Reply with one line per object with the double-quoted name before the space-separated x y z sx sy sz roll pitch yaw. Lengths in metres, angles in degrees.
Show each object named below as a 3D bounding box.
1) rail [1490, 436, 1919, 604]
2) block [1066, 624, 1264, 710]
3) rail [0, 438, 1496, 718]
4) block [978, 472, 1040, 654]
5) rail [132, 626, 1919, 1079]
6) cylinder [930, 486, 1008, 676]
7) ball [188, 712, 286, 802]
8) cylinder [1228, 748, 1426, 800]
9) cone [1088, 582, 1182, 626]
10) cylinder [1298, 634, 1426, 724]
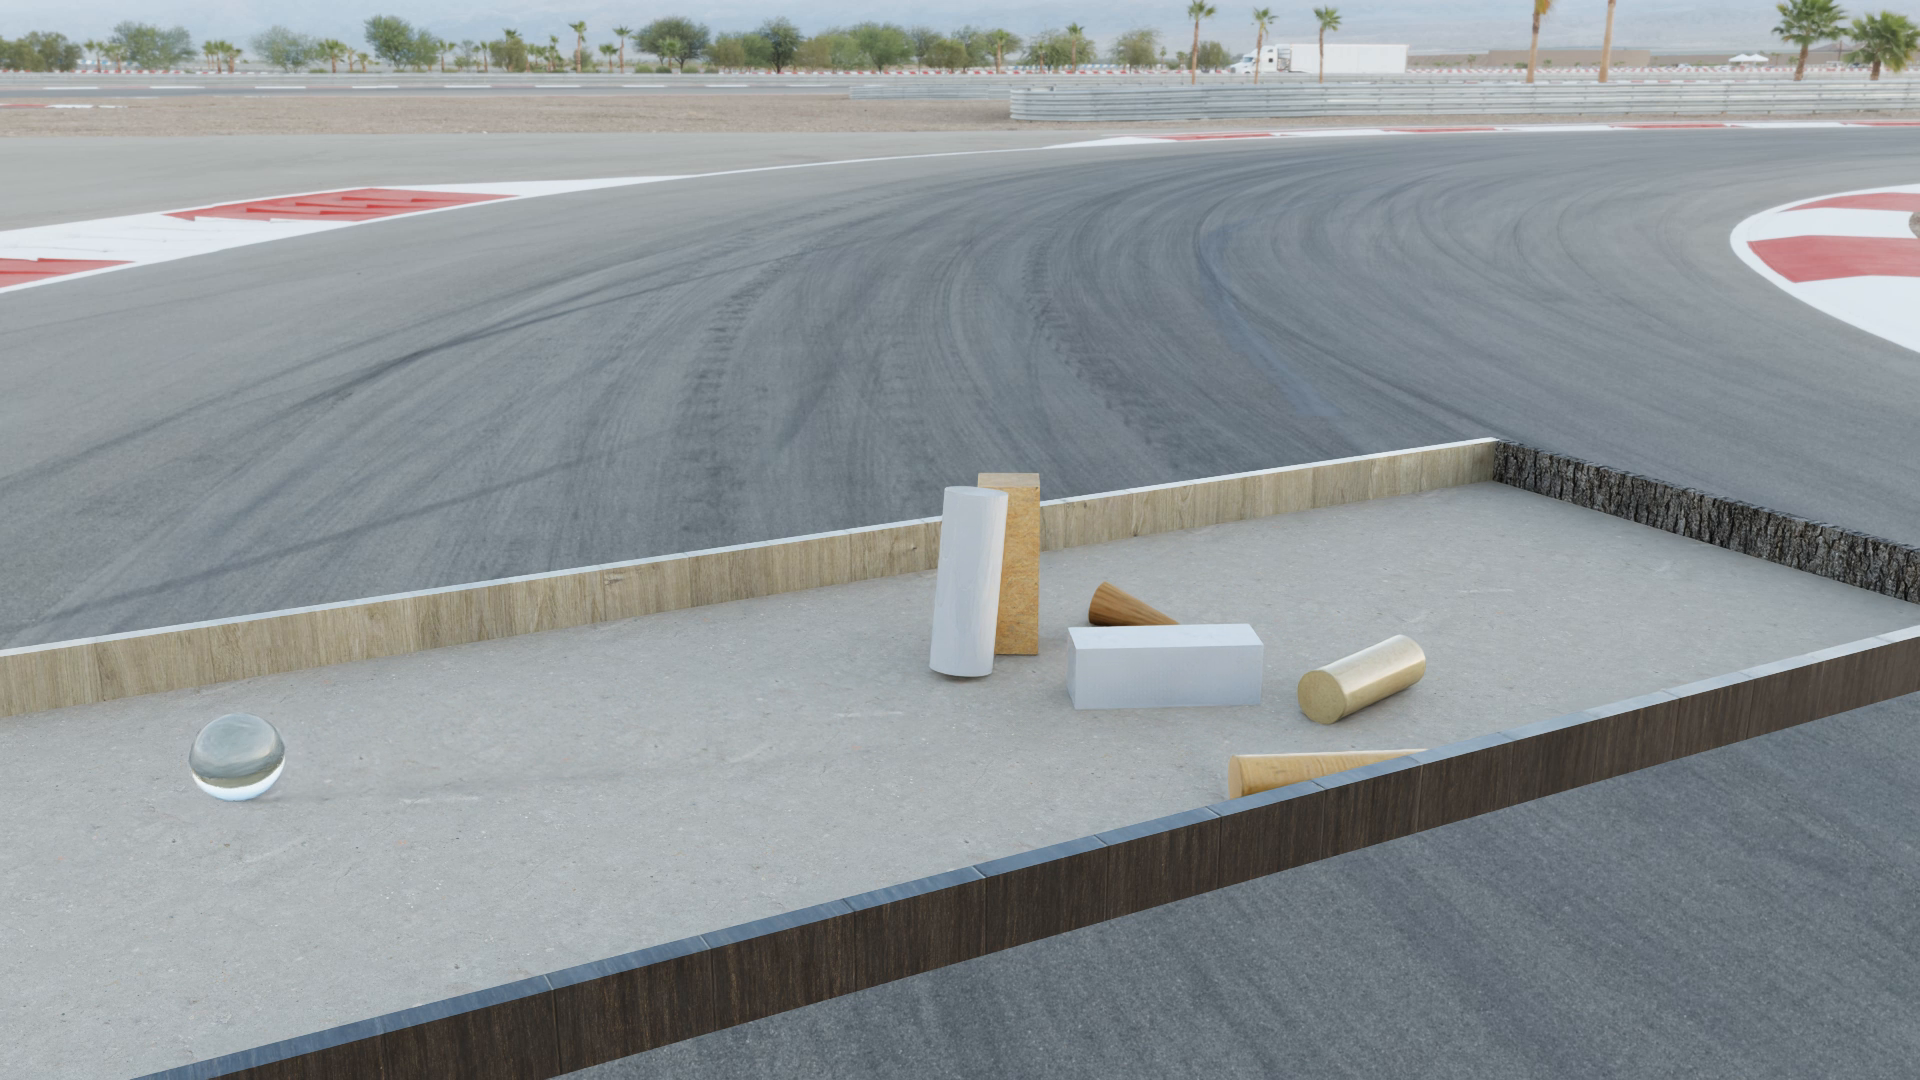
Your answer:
"rail" 2.466 -0.048 5.253 0.050 0.150 2.100 -9 18 -27
"block" 0.497 0.308 4.034 0.452 0.154 0.154 -1 16 -4
"rail" -3.305 0.497 3.399 12.000 0.150 0.050 -9 18 -27
"block" 0.127 0.061 4.342 0.160 0.450 0.160 0 15 2
"rail" -2.336 1.006 1.665 12.000 0.150 0.050 -9 18 -27
"cylinder" 0.022 0.102 4.163 0.161 0.457 0.161 5 9 -1
"ball" -1.521 0.456 3.472 0.186 0.186 0.186 0 16 0
"cylinder" 0.775 0.501 3.446 0.409 0.116 0.116 -1 16 -4
"cone" 0.539 0.229 4.466 0.367 0.124 0.124 20 24 26
"cylinder" 0.974 0.334 3.987 0.356 0.130 0.130 -15 22 -42
